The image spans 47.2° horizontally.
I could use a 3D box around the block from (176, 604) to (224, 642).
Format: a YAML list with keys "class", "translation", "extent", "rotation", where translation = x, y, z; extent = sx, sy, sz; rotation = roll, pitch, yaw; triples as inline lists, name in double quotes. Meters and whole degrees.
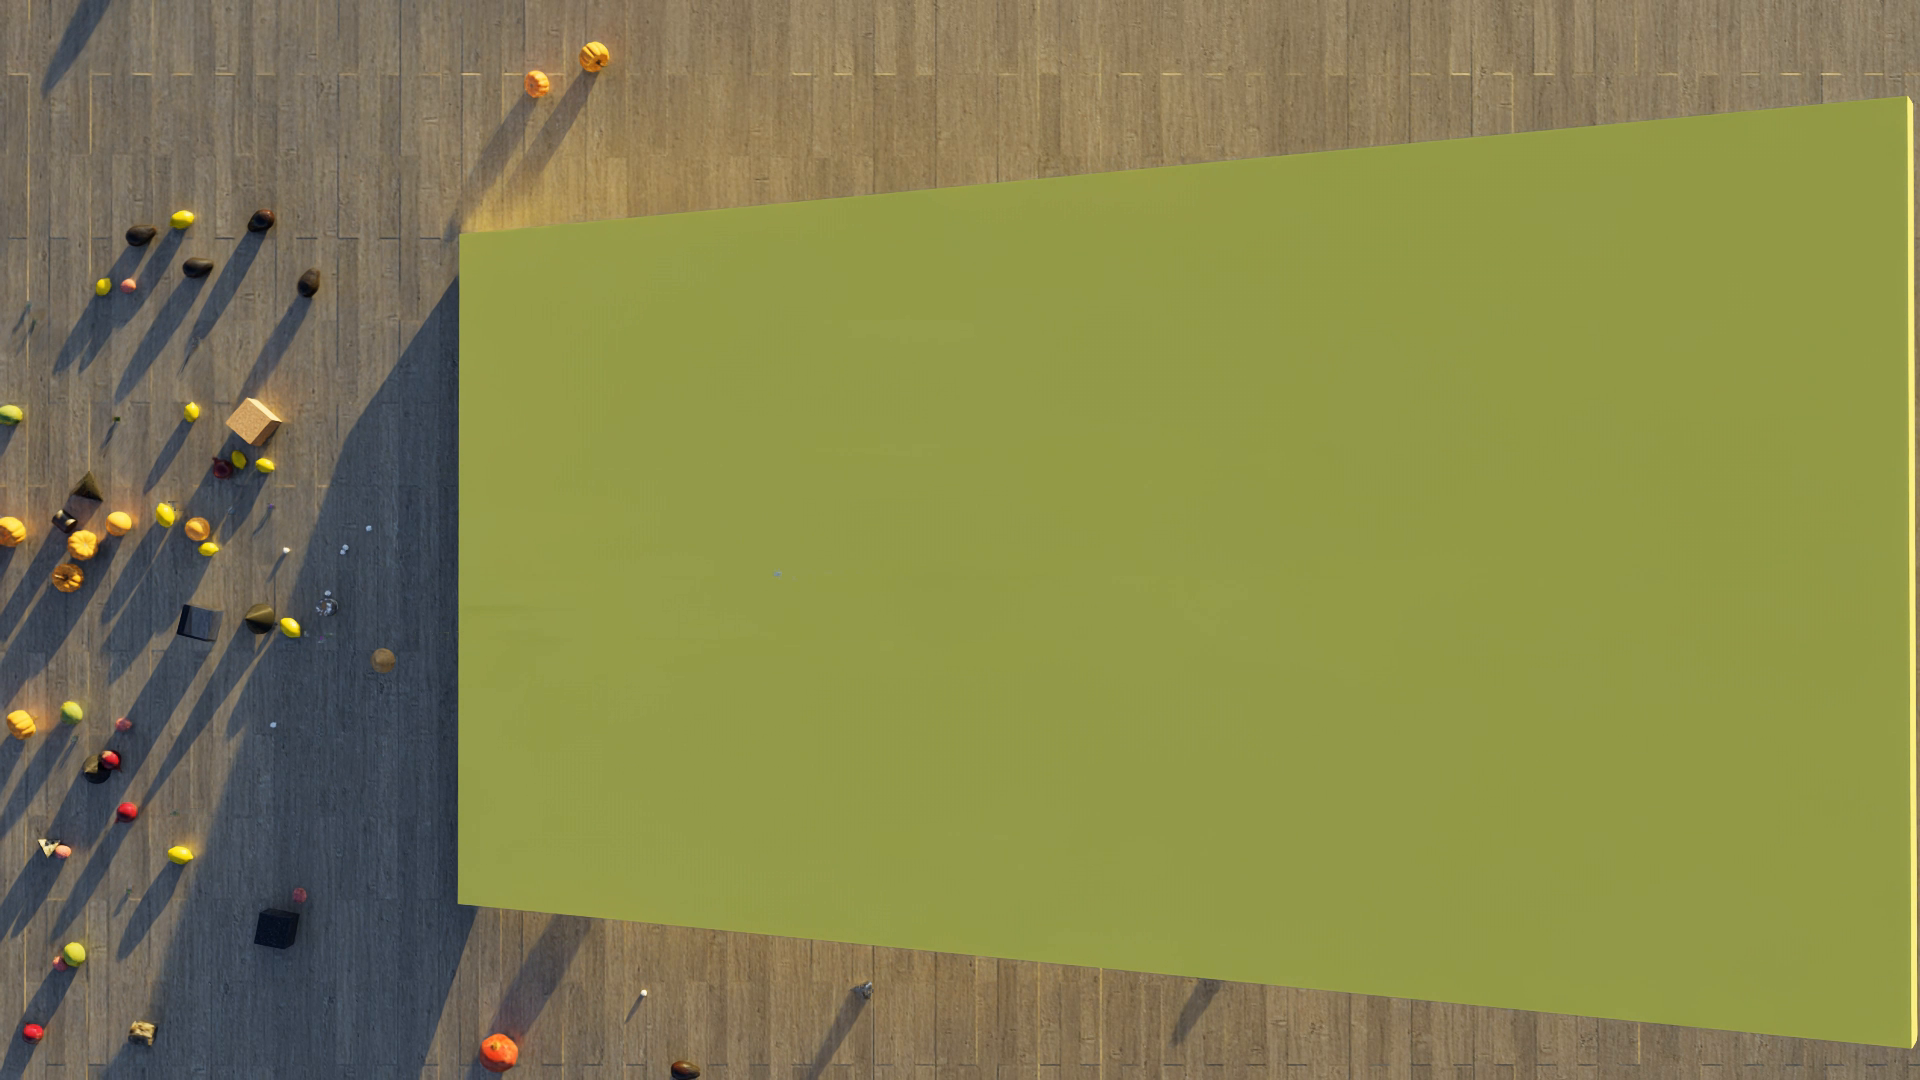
- class: "block"
  translation: [-2.282, 0.248, 6.608]
  extent: [0.093, 0.093, 0.093]
  rotation: [14, 89, 0]

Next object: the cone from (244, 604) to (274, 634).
- class: "cone"
  translation: [-2.124, 0.236, 6.600]
  extent: [0.094, 0.094, 0.094]
  rotation: [-1, 87, 10]

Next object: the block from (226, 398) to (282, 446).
- class: "block"
  translation: [-2.123, -0.354, 6.611]
  extent: [0.099, 0.099, 0.099]
  rotation: [41, 90, 0]

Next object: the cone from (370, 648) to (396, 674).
- class: "cone"
  translation: [-1.746, 0.365, 6.615]
  extent: [0.075, 0.075, 0.075]
  rotation: [0, 89, 0]

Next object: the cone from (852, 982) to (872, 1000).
- class: "cone"
  translation: [-0.304, 1.356, 6.630]
  extent: [0.057, 0.057, 0.057]
  rotation: [0, 89, 27]

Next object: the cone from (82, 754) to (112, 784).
- class: "cone"
  translation: [-2.610, 0.693, 6.605]
  extent: [0.089, 0.089, 0.089]
  rotation: [0, 89, 0]

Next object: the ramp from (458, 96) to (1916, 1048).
- class: "ramp"
  translation: [0.273, 0.076, 5.636]
  extent: [4.000, 0.100, 2.000]
  rotation: [0, 89, 29]

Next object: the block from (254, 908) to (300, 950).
- class: "block"
  translation: [-2.050, 1.166, 6.598]
  extent: [0.093, 0.093, 0.093]
  rotation: [11, 89, 0]

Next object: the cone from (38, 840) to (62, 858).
- class: "cone"
  translation: [-2.735, 0.918, 6.633]
  extent: [0.065, 0.065, 0.065]
  rotation: [-28, 89, -27]

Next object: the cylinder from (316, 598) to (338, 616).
- class: "cylinder"
  translation: [-1.908, 0.203, 6.628]
  extent: [0.053, 0.053, 0.053]
  rotation: [0, 89, 0]
